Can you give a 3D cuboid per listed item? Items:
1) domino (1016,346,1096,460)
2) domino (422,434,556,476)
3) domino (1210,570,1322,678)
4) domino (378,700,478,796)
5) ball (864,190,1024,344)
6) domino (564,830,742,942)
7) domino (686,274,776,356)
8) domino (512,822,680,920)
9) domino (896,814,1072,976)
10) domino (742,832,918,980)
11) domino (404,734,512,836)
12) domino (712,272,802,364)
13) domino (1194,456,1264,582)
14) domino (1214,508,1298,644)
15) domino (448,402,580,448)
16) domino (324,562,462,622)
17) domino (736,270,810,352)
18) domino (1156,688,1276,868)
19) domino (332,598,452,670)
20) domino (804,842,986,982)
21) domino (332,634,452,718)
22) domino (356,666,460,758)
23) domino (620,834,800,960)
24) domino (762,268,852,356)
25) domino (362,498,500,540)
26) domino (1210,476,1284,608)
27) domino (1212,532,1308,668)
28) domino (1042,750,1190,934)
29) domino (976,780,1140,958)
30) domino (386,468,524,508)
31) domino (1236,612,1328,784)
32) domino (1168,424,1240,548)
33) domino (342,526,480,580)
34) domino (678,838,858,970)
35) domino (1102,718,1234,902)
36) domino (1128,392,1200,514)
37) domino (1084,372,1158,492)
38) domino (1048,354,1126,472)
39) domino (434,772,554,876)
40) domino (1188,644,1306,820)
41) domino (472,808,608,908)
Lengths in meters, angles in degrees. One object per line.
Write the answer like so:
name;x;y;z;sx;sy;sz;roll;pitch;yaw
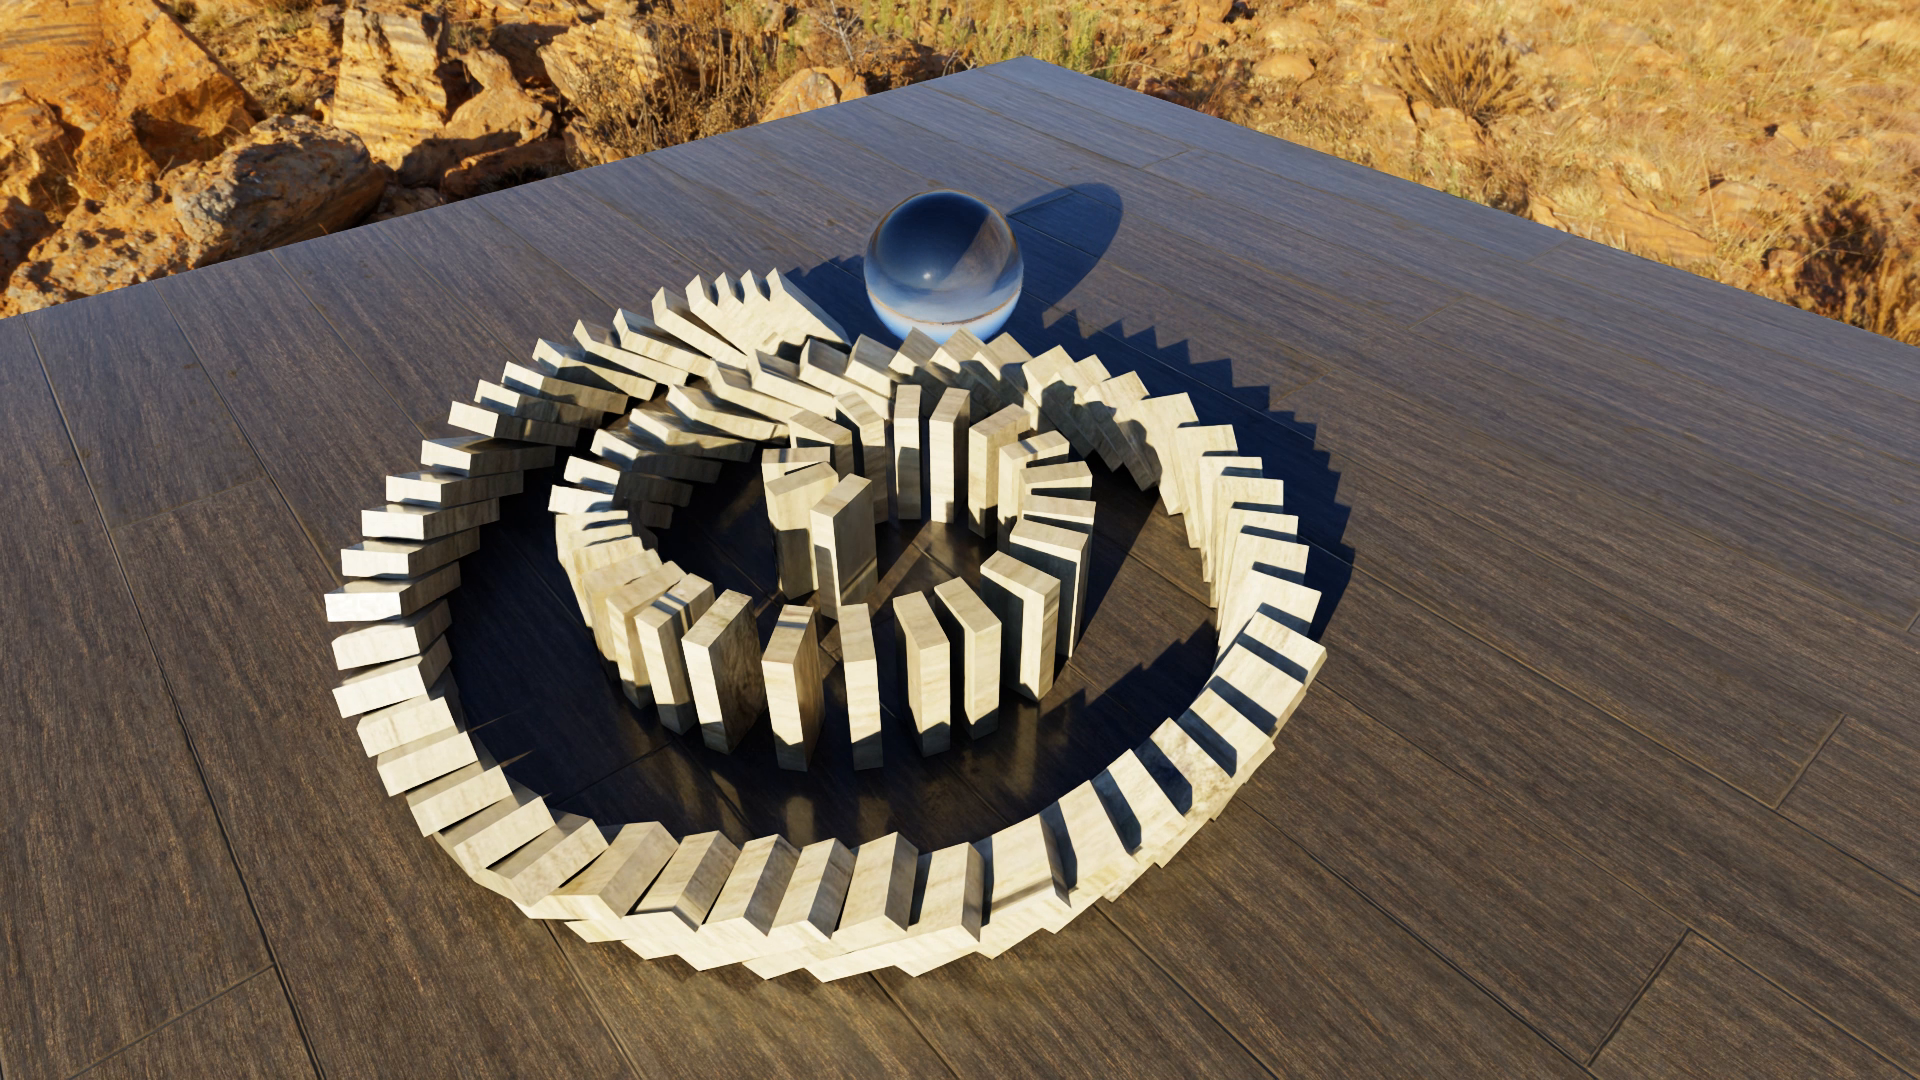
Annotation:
domino;0.051;-0.063;0.502;0.025;0.009;0.050;-33;79;-33
domino;-0.201;-0.037;0.471;0.025;0.009;0.050;15;14;18
domino;0.103;0.038;0.376;0.025;0.010;0.050;19;76;20
domino;-0.167;0.064;0.345;0.025;0.009;0.050;-22;13;-23
ball;-0.008;-0.134;0.551;0.080;0.080;0.080;0;39;0
domino;-0.085;0.096;0.304;0.050;0.009;0.025;-19;29;37
domino;-0.113;-0.108;0.548;0.010;0.050;0.025;-41;40;14
domino;-0.103;0.093;0.308;0.050;0.009;0.025;-16;26;41
domino;0.004;0.098;0.303;0.050;0.009;0.025;-29;40;15
domino;-0.035;0.100;0.299;0.050;0.009;0.025;-27;32;26
domino;-0.155;0.073;0.335;0.025;0.009;0.050;-25;15;-28
domino;-0.101;-0.110;0.550;0.010;0.050;0.025;-41;40;14
domino;0.108;-0.008;0.436;0.025;0.009;0.050;0;67;0
domino;0.109;0.015;0.405;0.025;0.009;0.050;7;73;9
domino;-0.194;-0.050;0.482;0.025;0.010;0.050;16;5;20
domino;-0.207;0.018;0.404;0.025;0.009;0.050;-1;11;-2
domino;-0.089;-0.111;0.552;0.010;0.050;0.025;-41;40;14
domino;0.069;0.072;0.337;0.050;0.009;0.025;-45;51;-5
domino;-0.197;0.032;0.385;0.025;0.009;0.050;-11;10;-12
domino;-0.018;0.102;0.300;0.050;0.010;0.025;-22;34;22
domino;-0.189;0.044;0.369;0.025;0.010;0.050;-16;11;-14
domino;-0.178;0.055;0.357;0.025;0.010;0.050;-21;13;-20
domino;-0.068;0.098;0.301;0.050;0.010;0.025;-22;30;33
domino;-0.076;-0.113;0.553;0.009;0.050;0.025;-41;40;14
domino;-0.209;-0.010;0.437;0.025;0.009;0.050;5;11;9
domino;0.110;0.001;0.421;0.025;0.010;0.050;5;73;2
domino;0.107;0.025;0.392;0.025;0.009;0.050;11;75;10
domino;0.038;0.087;0.317;0.050;0.010;0.025;-40;46;4
domino;0.023;0.093;0.310;0.050;0.009;0.025;-35;44;8
domino;-0.207;-0.023;0.453;0.025;0.009;0.050;8;12;14
domino;0.096;0.051;0.361;0.025;0.010;0.050;30;80;31
domino;0.104;-0.022;0.453;0.025;0.010;0.050;-4;68;-6
domino;-0.209;0.004;0.422;0.025;0.010;0.050;4;13;5
domino;-0.053;0.100;0.300;0.050;0.009;0.025;-24;29;30
domino;0.054;0.080;0.327;0.050;0.009;0.025;-44;49;-1
domino;0.093;-0.037;0.469;0.025;0.009;0.050;-12;70;-18
domino;0.078;-0.048;0.482;0.025;0.010;0.050;-23;76;-29
domino;0.064;-0.057;0.492;0.025;0.010;0.050;-29;79;-33
domino;-0.139;0.082;0.323;0.025;0.010;0.050;-30;16;-32
domino;0.084;0.061;0.350;0.025;0.010;0.050;34;82;33
domino;-0.123;0.089;0.314;0.025;0.009;0.050;-37;18;-36
